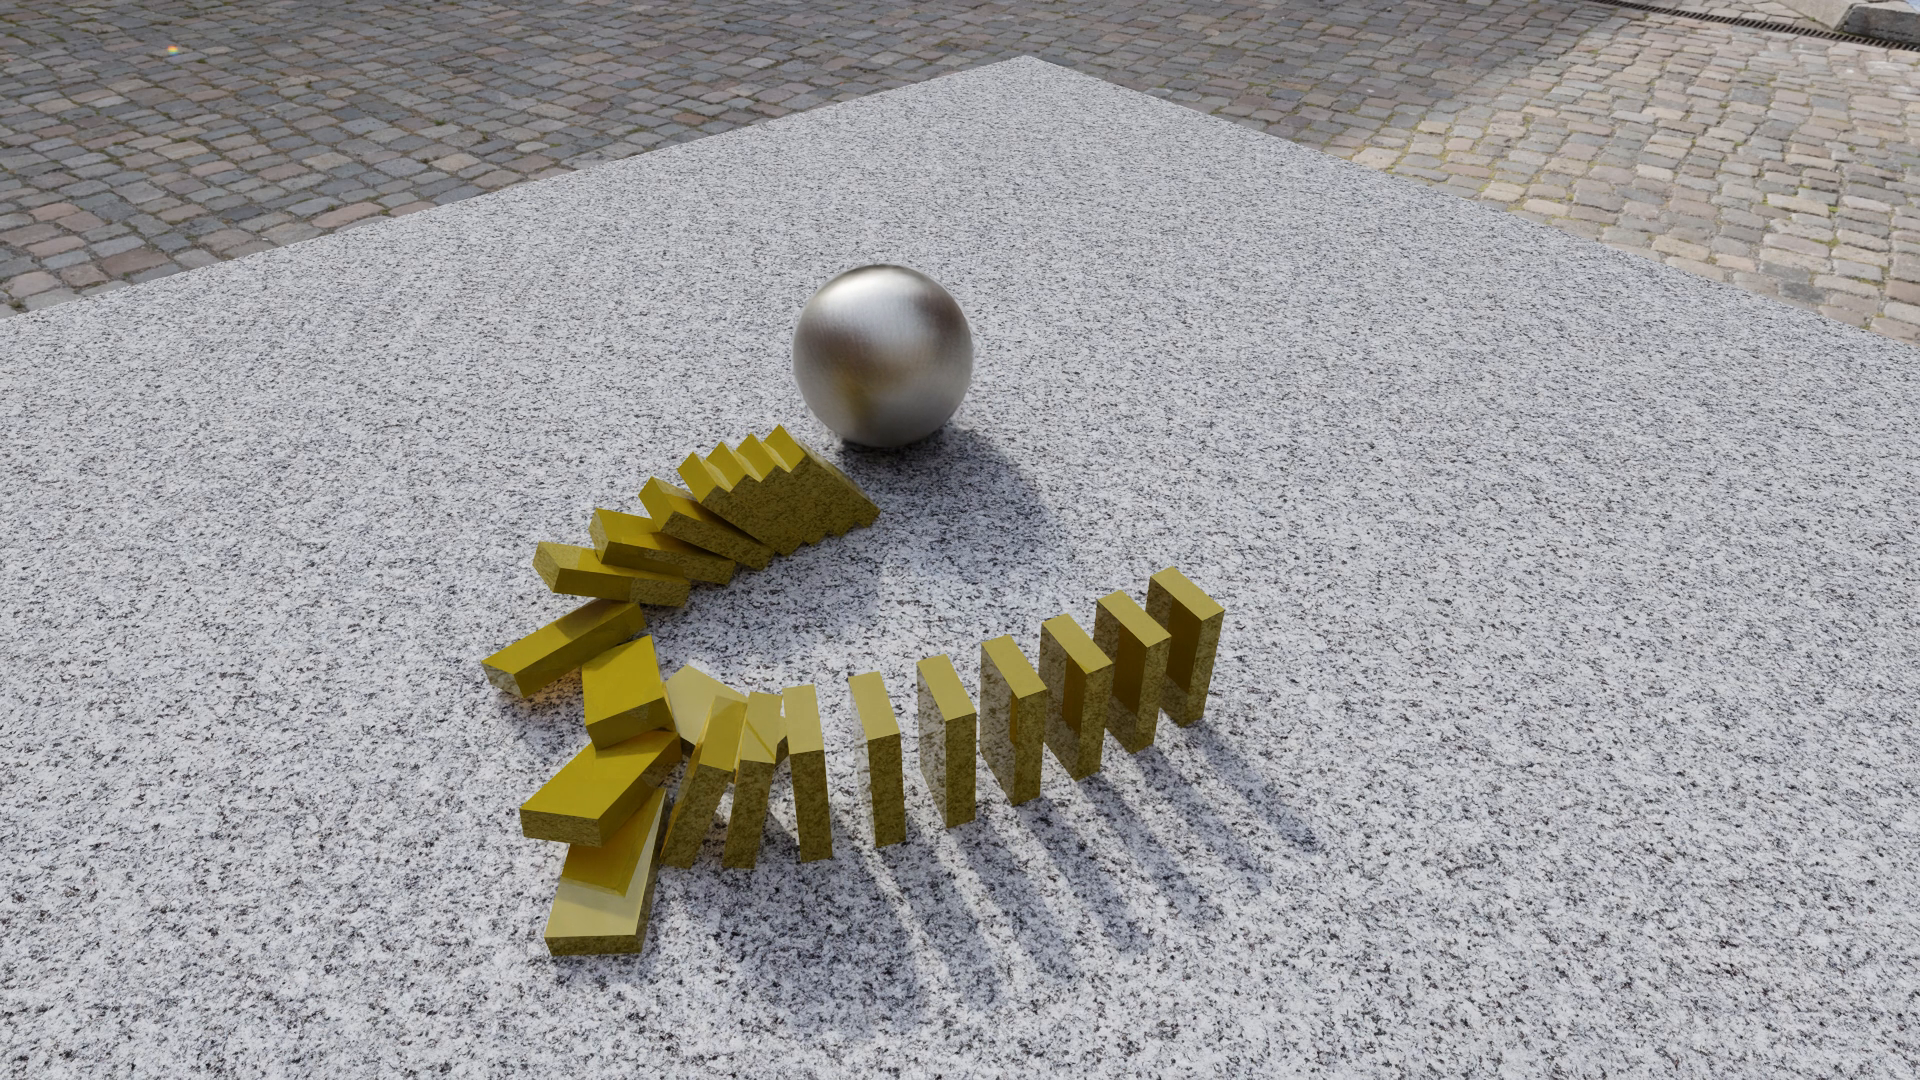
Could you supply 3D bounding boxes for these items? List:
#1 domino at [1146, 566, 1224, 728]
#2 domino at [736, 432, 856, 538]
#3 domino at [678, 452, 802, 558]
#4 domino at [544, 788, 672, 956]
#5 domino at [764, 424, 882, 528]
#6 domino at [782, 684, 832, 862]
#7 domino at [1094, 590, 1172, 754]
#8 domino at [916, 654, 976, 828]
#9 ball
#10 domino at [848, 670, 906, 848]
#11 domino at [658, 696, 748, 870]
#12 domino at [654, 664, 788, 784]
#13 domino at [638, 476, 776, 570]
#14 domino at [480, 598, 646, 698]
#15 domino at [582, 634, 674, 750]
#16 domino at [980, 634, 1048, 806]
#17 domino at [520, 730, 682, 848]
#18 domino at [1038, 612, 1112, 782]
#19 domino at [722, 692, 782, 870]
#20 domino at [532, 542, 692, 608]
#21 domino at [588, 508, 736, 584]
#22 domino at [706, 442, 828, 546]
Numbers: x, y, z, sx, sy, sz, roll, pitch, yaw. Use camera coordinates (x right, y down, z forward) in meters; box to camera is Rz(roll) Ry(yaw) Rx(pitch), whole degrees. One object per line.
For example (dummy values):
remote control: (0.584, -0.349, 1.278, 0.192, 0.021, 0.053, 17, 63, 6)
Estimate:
domino: (0.073, 0.036, 0.367, 0.010, 0.050, 0.025, -22, 44, -24)
domino: (-0.065, -0.022, 0.441, 0.009, 0.050, 0.025, -47, 48, 4)
domino: (-0.086, -0.013, 0.432, 0.010, 0.050, 0.025, -47, 48, 4)
domino: (-0.103, 0.097, 0.325, 0.025, 0.009, 0.050, -1, 39, -1)
domino: (-0.055, -0.026, 0.446, 0.010, 0.050, 0.025, -47, 48, 4)
domino: (-0.045, 0.070, 0.326, 0.009, 0.050, 0.025, -6, 40, -10)
domino: (0.054, 0.043, 0.358, 0.010, 0.050, 0.025, -21, 44, -24)
domino: (-0.004, 0.062, 0.336, 0.010, 0.050, 0.025, -14, 41, -16)
ball: (-0.034, -0.081, 0.487, 0.080, 0.080, 0.080, 0, 39, 0)
domino: (-0.025, 0.066, 0.330, 0.009, 0.050, 0.025, -11, 41, -13)
domino: (-0.076, 0.072, 0.324, 0.010, 0.050, 0.025, 18, 37, -13)
domino: (-0.081, 0.062, 0.367, 0.050, 0.010, 0.025, 23, 44, 25)
domino: (-0.097, -0.006, 0.425, 0.050, 0.009, 0.025, 27, 15, -47)
domino: (-0.140, 0.037, 0.390, 0.025, 0.009, 0.050, 7, 31, 43)
domino: (-0.112, 0.050, 0.368, 0.025, 0.010, 0.050, -20, 24, -13)
domino: (0.016, 0.057, 0.342, 0.010, 0.050, 0.025, -16, 42, -19)
domino: (-0.108, 0.074, 0.337, 0.025, 0.009, 0.050, 4, 20, 13)
domino: (0.035, 0.050, 0.350, 0.009, 0.050, 0.025, -19, 43, -22)
domino: (-0.061, 0.071, 0.324, 0.010, 0.050, 0.025, 9, 38, -10)
domino: (-0.128, 0.013, 0.405, 0.050, 0.009, 0.025, 11, 15, -41)
domino: (-0.113, 0.003, 0.420, 0.050, 0.009, 0.025, 13, 23, -35)
domino: (-0.076, -0.018, 0.437, 0.009, 0.050, 0.025, -47, 48, 4)
